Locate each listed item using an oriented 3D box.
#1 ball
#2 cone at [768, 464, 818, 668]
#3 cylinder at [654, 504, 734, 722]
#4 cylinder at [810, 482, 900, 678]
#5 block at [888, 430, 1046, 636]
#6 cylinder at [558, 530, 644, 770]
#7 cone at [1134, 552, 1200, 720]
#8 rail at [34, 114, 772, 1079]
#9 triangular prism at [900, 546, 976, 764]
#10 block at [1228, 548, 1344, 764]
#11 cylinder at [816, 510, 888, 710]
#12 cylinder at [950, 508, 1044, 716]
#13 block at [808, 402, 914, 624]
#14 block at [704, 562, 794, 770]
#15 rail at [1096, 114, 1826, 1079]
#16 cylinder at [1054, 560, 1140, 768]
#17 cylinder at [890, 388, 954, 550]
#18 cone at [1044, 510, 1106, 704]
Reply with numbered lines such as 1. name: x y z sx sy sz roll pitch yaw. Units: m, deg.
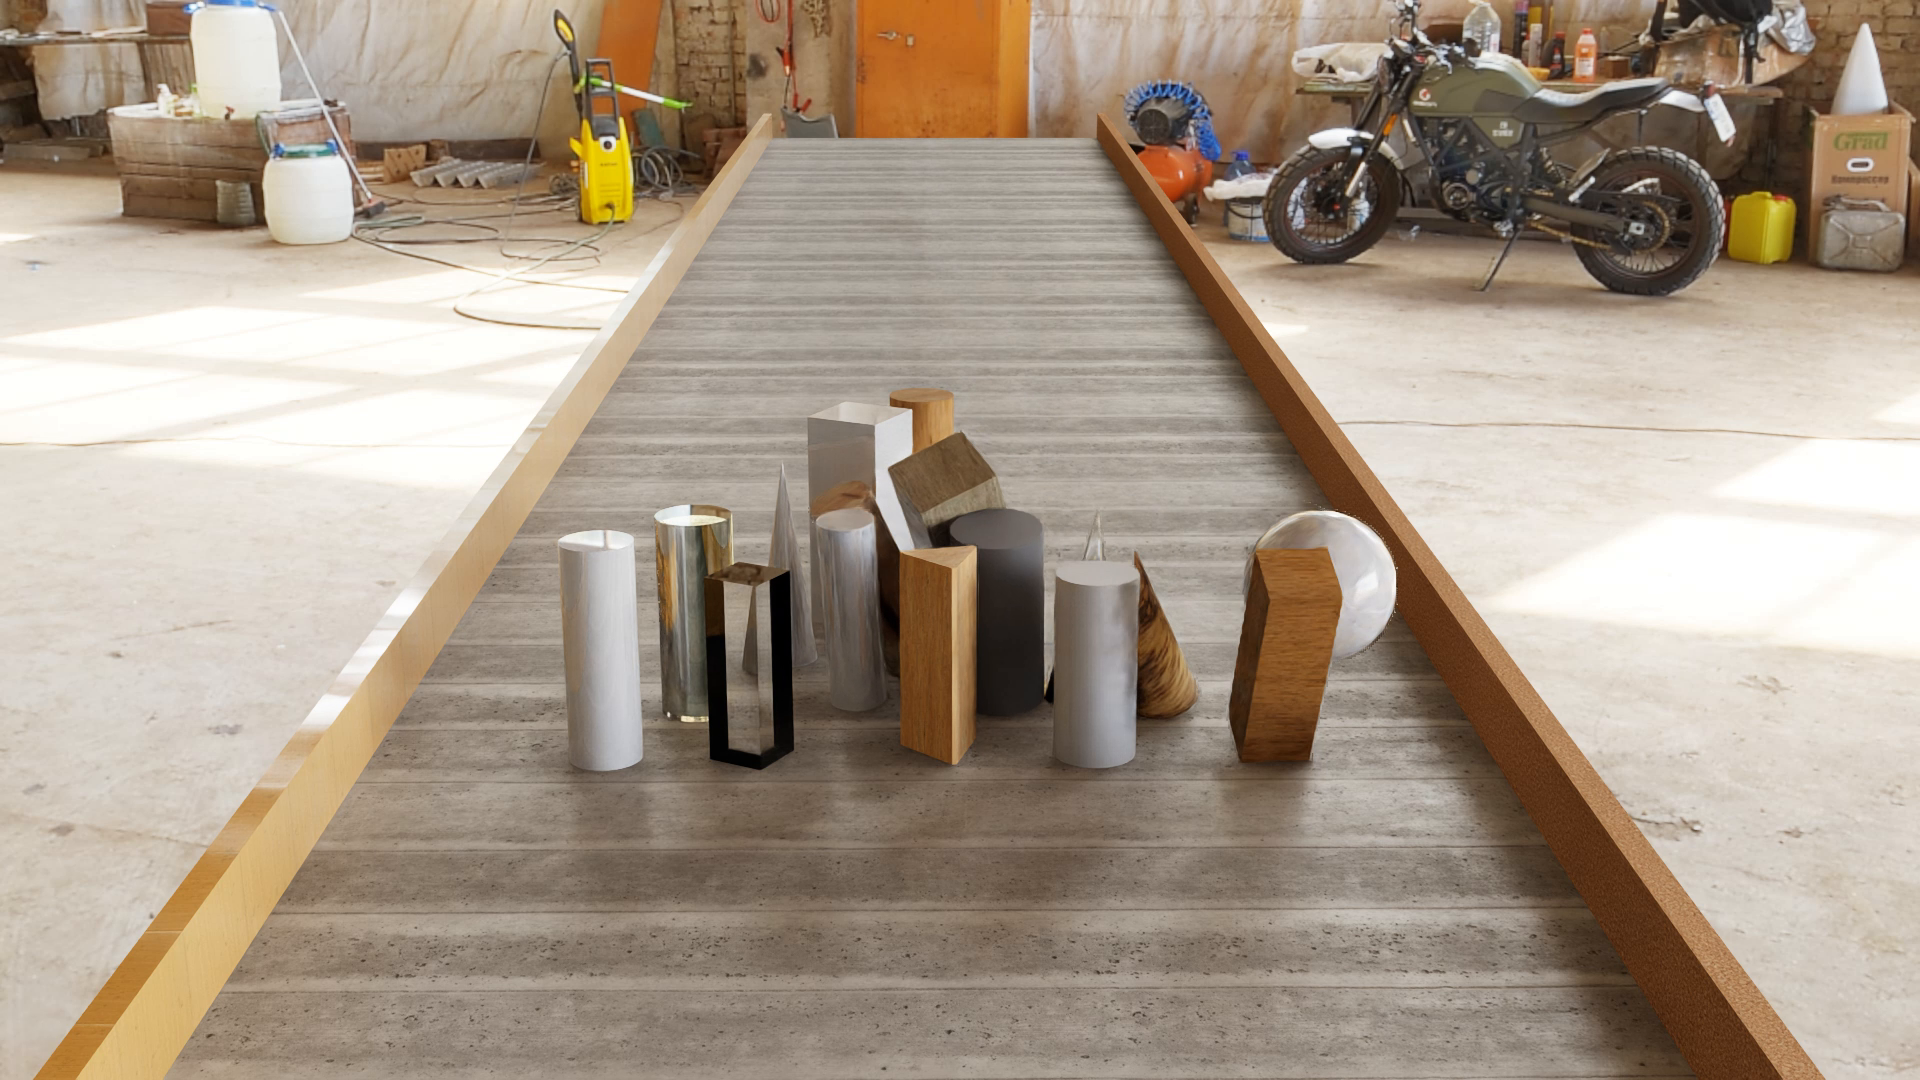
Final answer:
1. ball: 0.651 0.083 3.983 0.276 0.276 0.276 0 17 0
2. cone: -0.349 0.039 4.373 0.124 0.411 0.124 0 17 0
3. cylinder: -0.491 0.136 4.102 0.142 0.380 0.142 0 17 0
4. cylinder: -0.155 0.079 4.251 0.120 0.390 0.120 -19 29 11
5. block: 0.016 0.026 4.270 0.160 0.442 0.160 -27 43 -9
6. cylinder: -0.631 0.194 3.869 0.131 0.402 0.131 0 17 0
7. cone: 0.350 0.155 4.056 0.137 0.344 0.137 -9 34 6
8. rail: -1.118 -0.838 7.780 0.050 0.150 12.000 0 17 -1
9. triangular prism: -0.015 0.197 3.926 0.120 0.364 0.139 -16 23 -42
10. block: 0.560 0.204 3.816 0.124 0.397 0.124 -2 42 -5
11. cylinder: -0.202 0.132 4.122 0.108 0.367 0.108 -3 22 1
12. cylinder: 0.071 0.136 4.112 0.171 0.351 0.171 -1 26 1
13. block: -0.207 -0.051 4.619 0.159 0.443 0.159 8 18 26
14. block: -0.372 0.222 3.887 0.108 0.339 0.108 9 19 27
15. rail: 0.932 -0.844 7.801 0.050 0.150 12.000 0 17 -1
16. cylinder: 0.241 0.219 3.898 0.147 0.337 0.147 0 17 0
17. cylinder: -0.084 -0.116 4.880 0.141 0.421 0.141 0 17 0
18. cone: 0.247 0.120 4.140 0.154 0.374 0.154 3 11 -1
